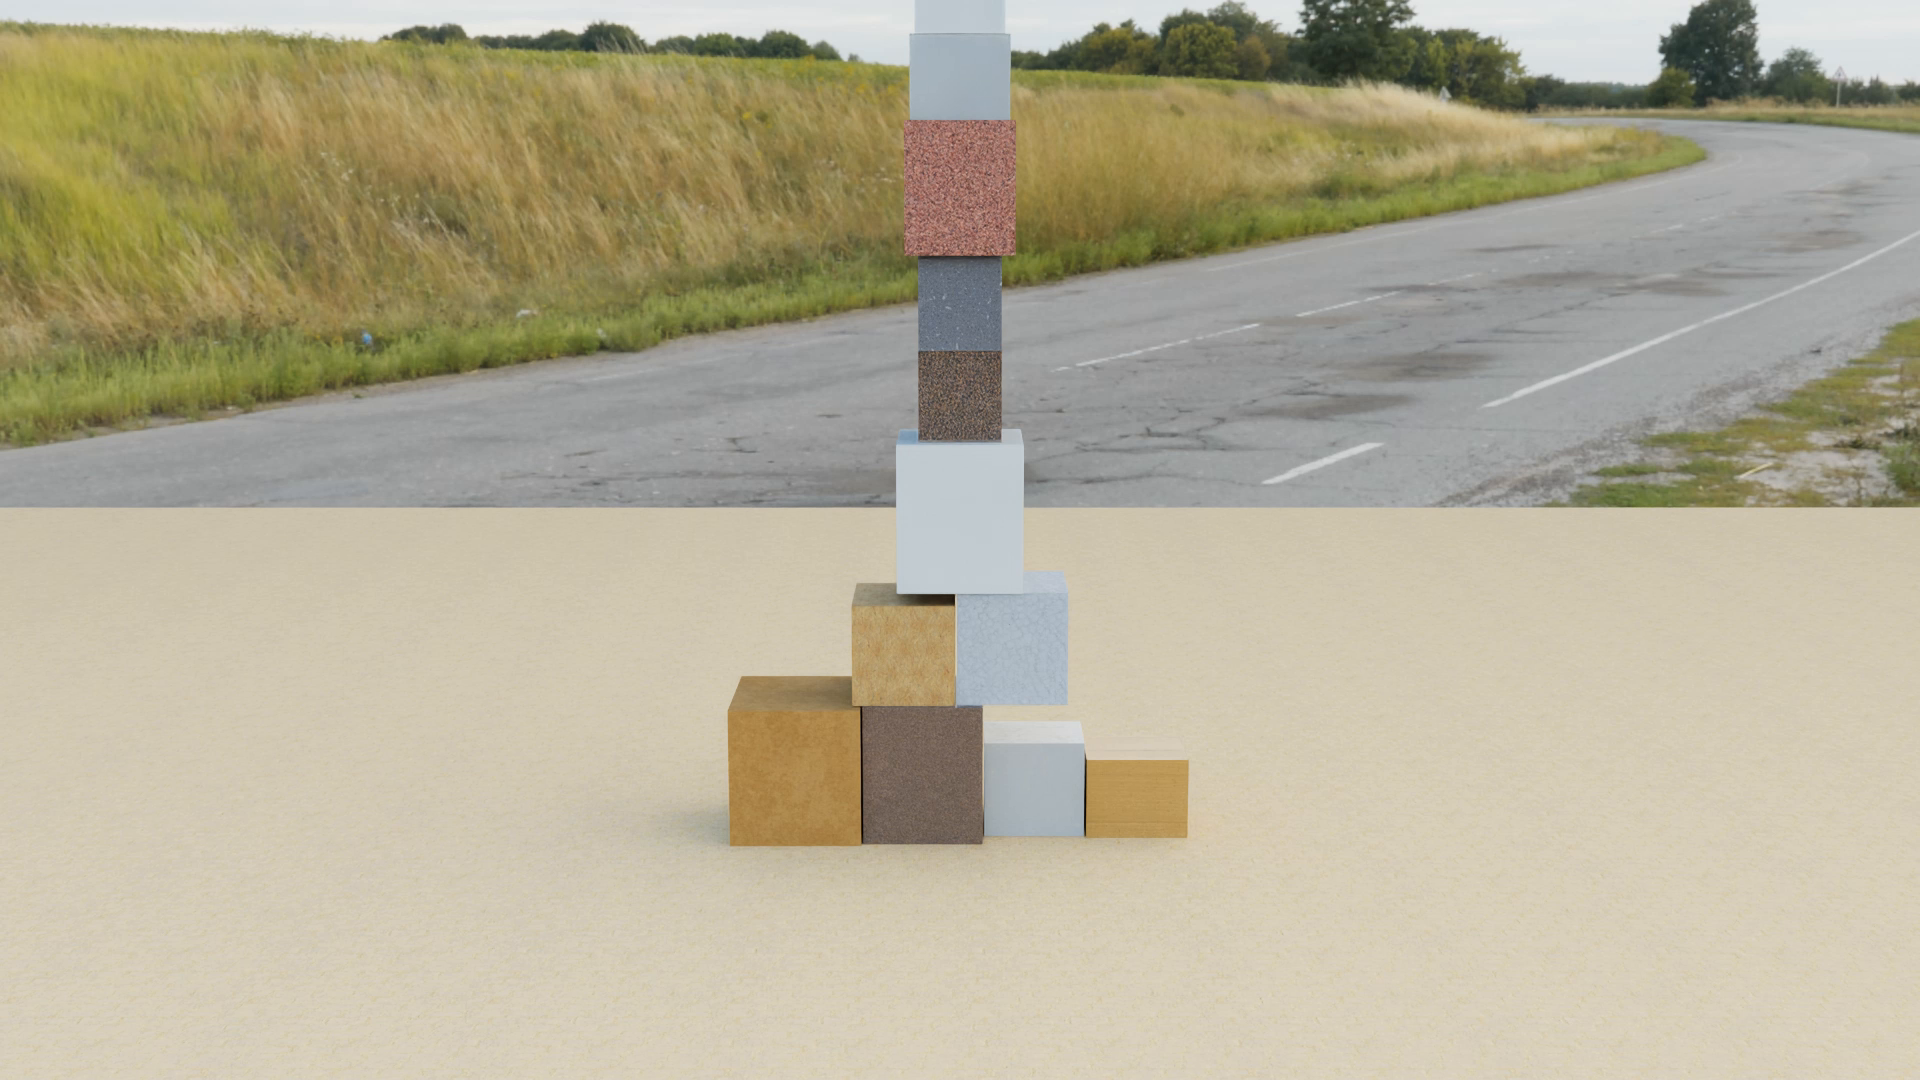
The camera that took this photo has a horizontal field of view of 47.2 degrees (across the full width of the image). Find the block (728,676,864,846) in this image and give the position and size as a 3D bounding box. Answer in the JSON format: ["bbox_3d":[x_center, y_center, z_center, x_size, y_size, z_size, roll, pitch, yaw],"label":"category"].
[{"bbox_3d":[-0.828,1.132,11.375,0.661,0.702,0.730,0,10,0],"label":"block"}]

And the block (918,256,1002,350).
[{"bbox_3d":[0.000,-1.199,10.969,0.408,0.468,0.453,0,10,0],"label":"block"}]

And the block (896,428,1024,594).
[{"bbox_3d":[0.000,-0.154,11.145,0.626,0.745,0.607,0,10,0],"label":"block"}]

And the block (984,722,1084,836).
[{"bbox_3d":[0.378,1.234,11.404,0.508,0.491,0.430,0,10,0],"label":"block"}]

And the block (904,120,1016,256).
[{"bbox_3d":[0.000,-1.742,10.853,0.536,0.644,0.547,0,10,0],"label":"block"}]

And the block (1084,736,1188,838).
[{"bbox_3d":[0.901,1.276,11.397,0.516,0.411,0.451,0,10,0],"label":"block"}]

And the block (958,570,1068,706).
[{"bbox_3d":[0.263,0.495,11.266,0.555,0.575,0.566,0,10,0],"label":"block"}]

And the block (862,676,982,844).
[{"bbox_3d":[-0.187,1.128,11.377,0.602,0.710,0.677,0,10,0],"label":"block"}]

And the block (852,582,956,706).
[{"bbox_3d":[-0.283,0.528,11.267,0.516,0.510,0.593,0,10,0],"label":"block"}]

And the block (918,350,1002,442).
[{"bbox_3d":[0.000,-0.747,11.061,0.411,0.453,0.469,0,10,0],"label":"block"}]

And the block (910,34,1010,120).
[{"bbox_3d":[0.000,-2.265,10.787,0.486,0.409,0.427,0,10,0],"label":"block"}]

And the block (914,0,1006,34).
[{"bbox_3d":[0.000,-2.669,10.683,0.435,0.423,0.378,0,10,0],"label":"block"}]
